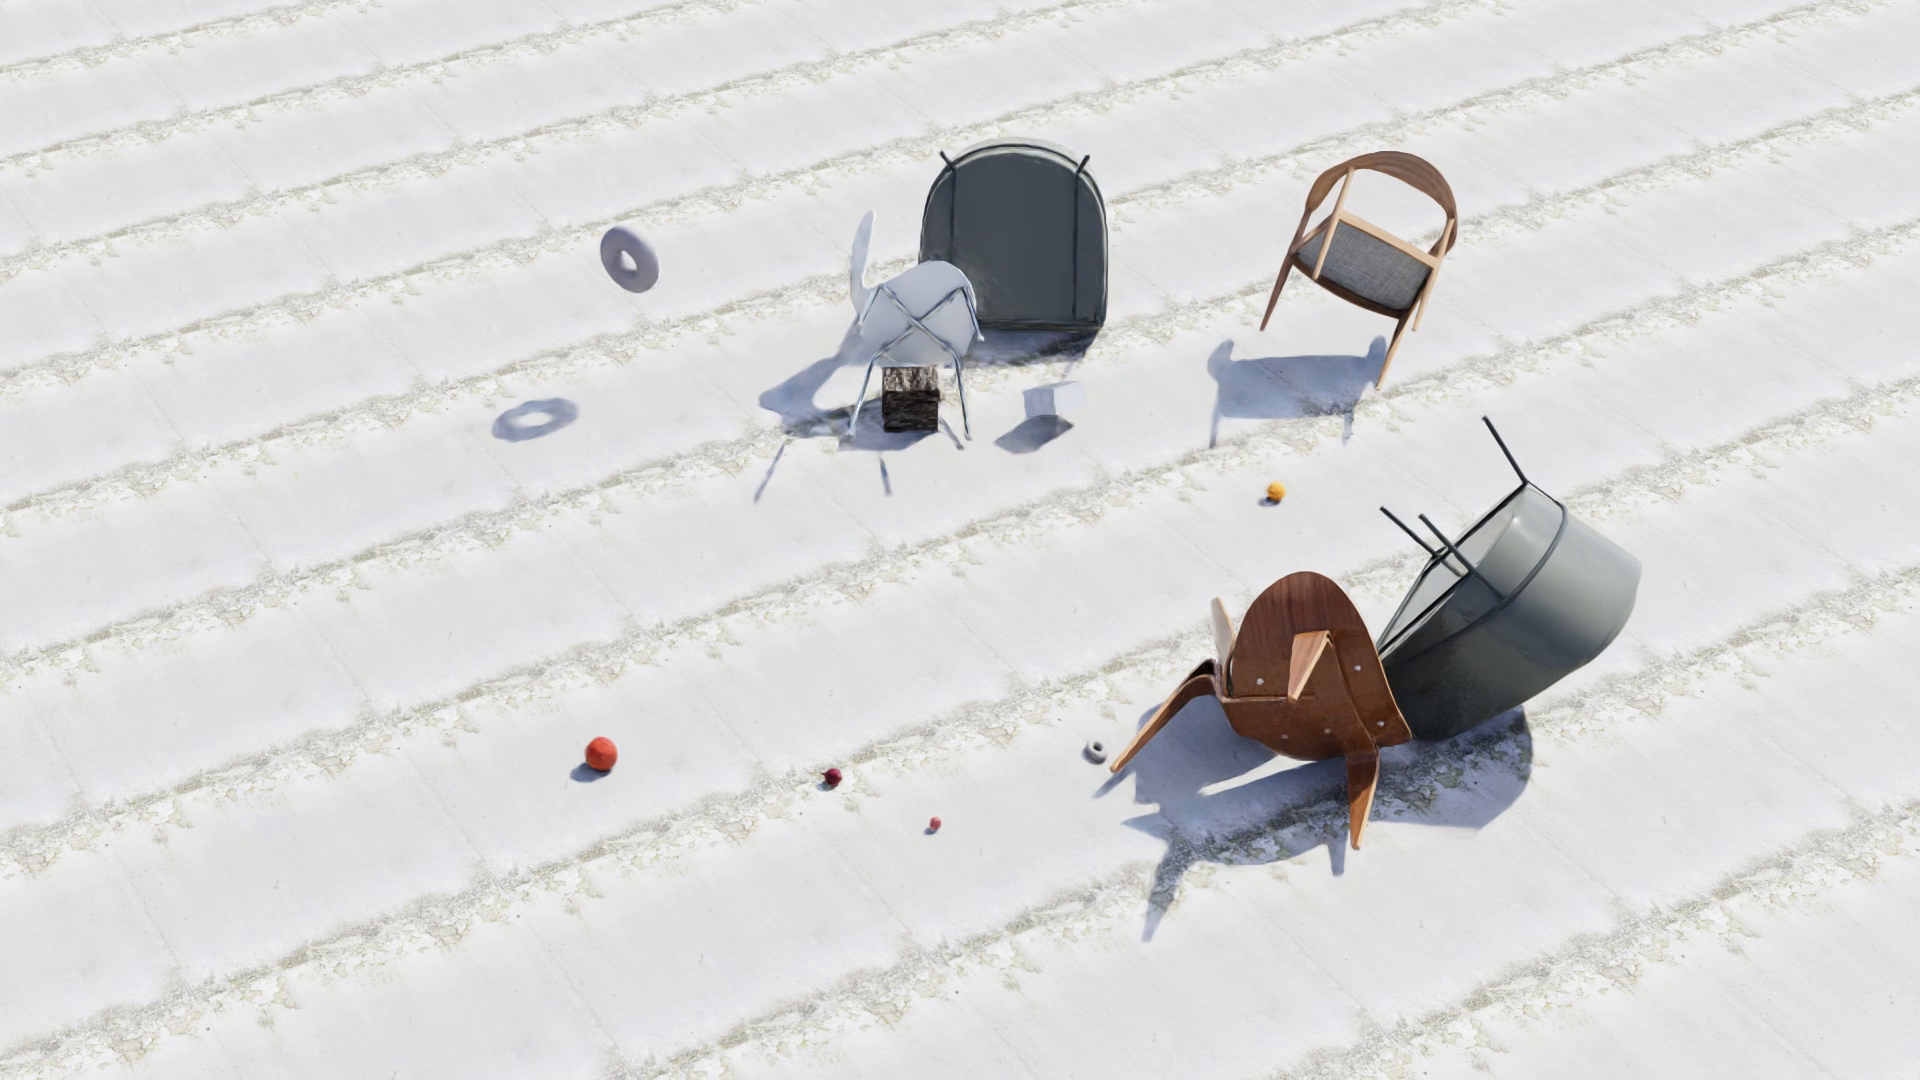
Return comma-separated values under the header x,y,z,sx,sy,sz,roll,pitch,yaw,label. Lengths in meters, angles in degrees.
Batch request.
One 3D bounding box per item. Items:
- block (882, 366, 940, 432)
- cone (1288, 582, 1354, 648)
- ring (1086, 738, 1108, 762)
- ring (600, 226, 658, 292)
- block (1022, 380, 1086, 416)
x,y,z,sx,sy,sz,roll,pitch,yaw,label
-0.196,-0.557,11.583,0.216,0.204,0.155,-2,40,-4,block
1.197,0.248,9.858,0.205,0.275,0.175,2,48,22,cone
0.460,0.705,9.845,0.067,0.032,0.111,-10,36,-17,ring
-1.312,-1.114,11.637,0.272,0.352,0.085,34,59,8,ring
0.375,-0.559,11.572,0.144,0.105,0.225,-2,9,36,block
